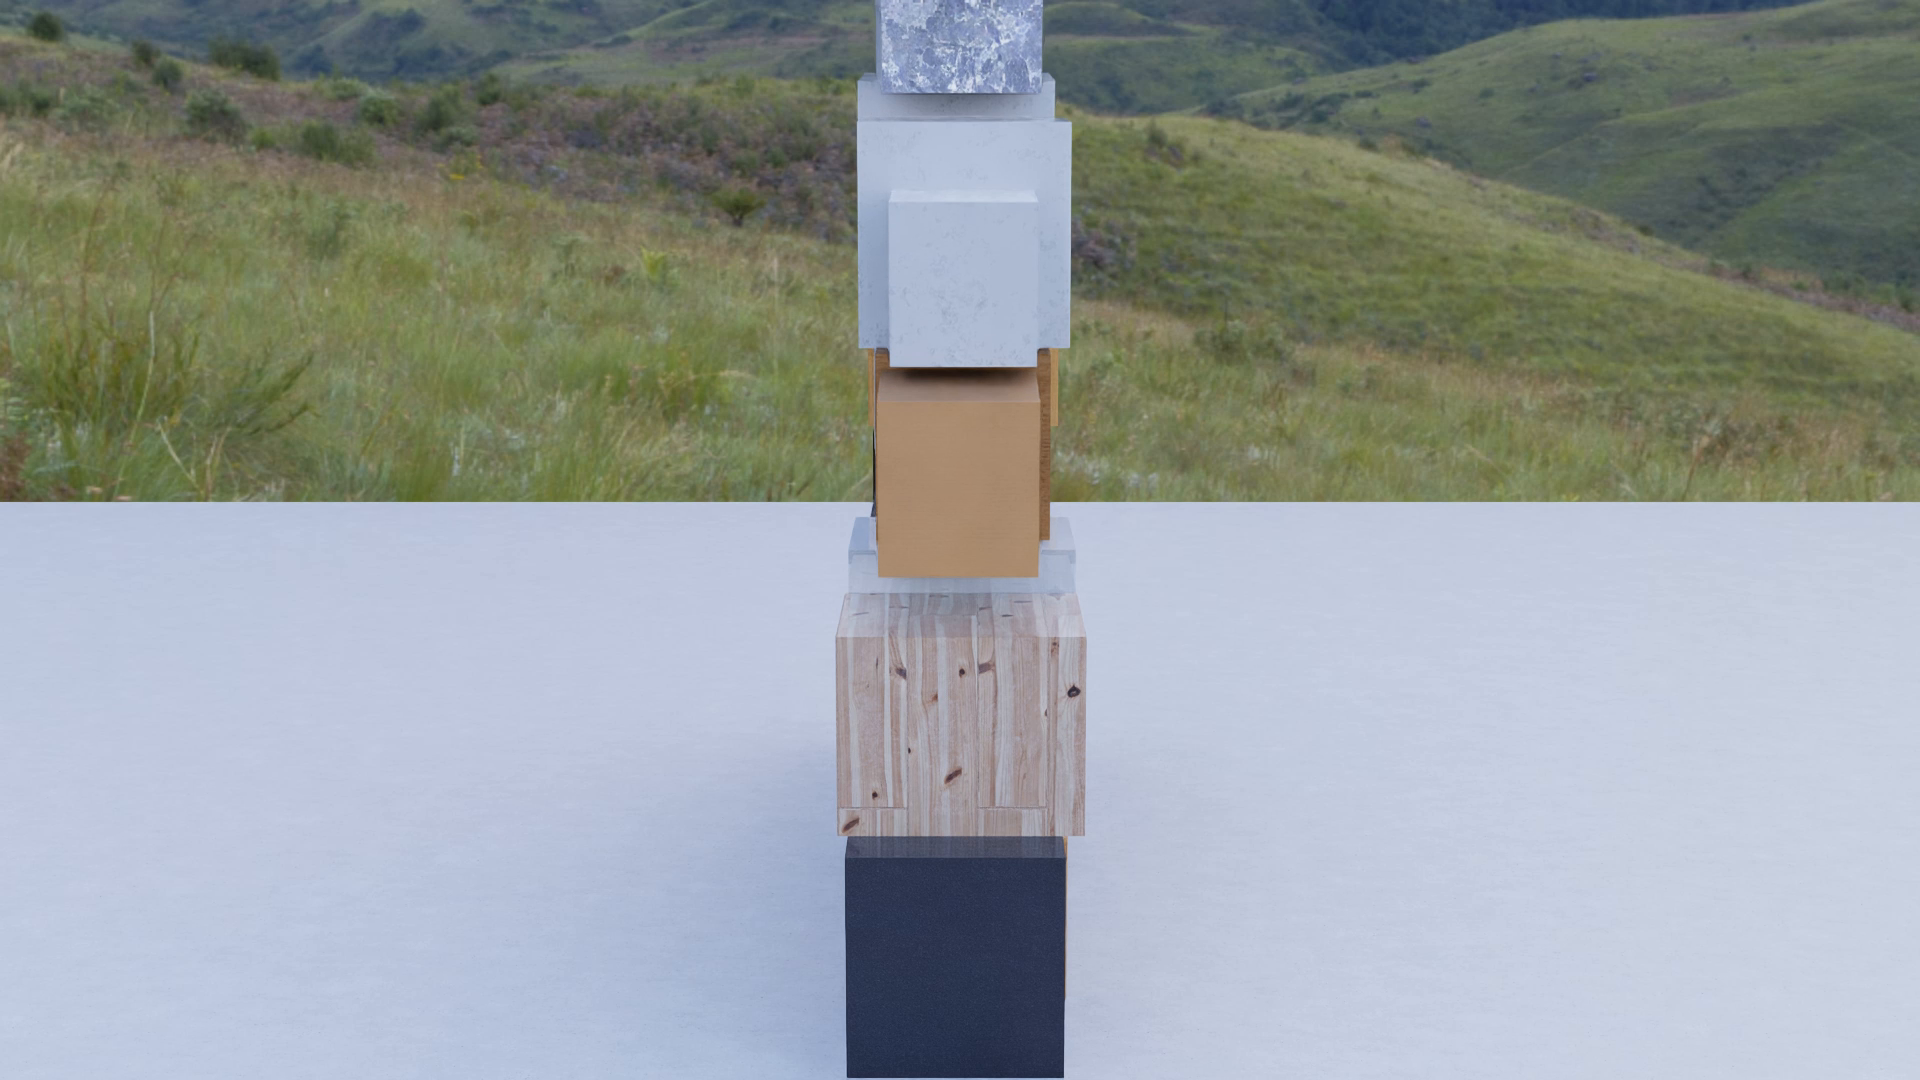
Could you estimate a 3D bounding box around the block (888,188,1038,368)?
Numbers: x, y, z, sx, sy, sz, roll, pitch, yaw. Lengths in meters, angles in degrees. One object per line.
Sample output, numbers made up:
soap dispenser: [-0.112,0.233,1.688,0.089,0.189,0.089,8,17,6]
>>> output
block: [0.013,-1.004,9.765,0.550,0.614,0.518,0,13,0]

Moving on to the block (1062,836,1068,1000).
block: [0.015,1.289,10.228,0.787,0.804,0.893,0,10,0]

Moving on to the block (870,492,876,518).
block: [-0.015,0.200,10.938,0.713,0.709,0.686,0,11,0]

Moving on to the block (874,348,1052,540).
block: [0.011,-0.424,10.304,0.678,0.728,0.728,0,10,0]

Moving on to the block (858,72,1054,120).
block: [-0.016,-1.575,11.107,0.819,0.847,0.760,0,13,0]

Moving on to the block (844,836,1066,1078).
block: [-0.017,1.437,9.396,0.771,0.811,0.778,0,10,0]

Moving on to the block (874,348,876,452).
block: [0.006,-0.854,11.612,0.767,0.786,0.711,0,13,0]

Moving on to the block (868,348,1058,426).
block: [0.015,-1.015,12.396,0.890,0.856,0.799,0,8,0]

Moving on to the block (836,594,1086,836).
block: [0.003,0.633,9.510,0.889,0.730,0.775,0,10,0]

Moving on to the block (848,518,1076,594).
block: [0.008,0.417,10.248,0.871,0.905,0.735,0,10,0]

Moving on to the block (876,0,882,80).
block: [-0.009,-2.352,11.002,0.684,0.713,0.636,0,13,0]

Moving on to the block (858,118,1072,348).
block: [0.017,-1.257,10.382,0.831,0.878,0.763,0,11,0]

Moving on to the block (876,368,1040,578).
block: [-0.006,-0.259,9.634,0.591,0.664,0.565,0,16,0]

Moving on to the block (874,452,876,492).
block: [-0.004,-0.124,12.289,0.797,0.880,0.732,0,8,0]

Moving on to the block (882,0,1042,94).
block: [0.007,-2.160,10.392,0.633,0.631,0.587,0,16,0]
